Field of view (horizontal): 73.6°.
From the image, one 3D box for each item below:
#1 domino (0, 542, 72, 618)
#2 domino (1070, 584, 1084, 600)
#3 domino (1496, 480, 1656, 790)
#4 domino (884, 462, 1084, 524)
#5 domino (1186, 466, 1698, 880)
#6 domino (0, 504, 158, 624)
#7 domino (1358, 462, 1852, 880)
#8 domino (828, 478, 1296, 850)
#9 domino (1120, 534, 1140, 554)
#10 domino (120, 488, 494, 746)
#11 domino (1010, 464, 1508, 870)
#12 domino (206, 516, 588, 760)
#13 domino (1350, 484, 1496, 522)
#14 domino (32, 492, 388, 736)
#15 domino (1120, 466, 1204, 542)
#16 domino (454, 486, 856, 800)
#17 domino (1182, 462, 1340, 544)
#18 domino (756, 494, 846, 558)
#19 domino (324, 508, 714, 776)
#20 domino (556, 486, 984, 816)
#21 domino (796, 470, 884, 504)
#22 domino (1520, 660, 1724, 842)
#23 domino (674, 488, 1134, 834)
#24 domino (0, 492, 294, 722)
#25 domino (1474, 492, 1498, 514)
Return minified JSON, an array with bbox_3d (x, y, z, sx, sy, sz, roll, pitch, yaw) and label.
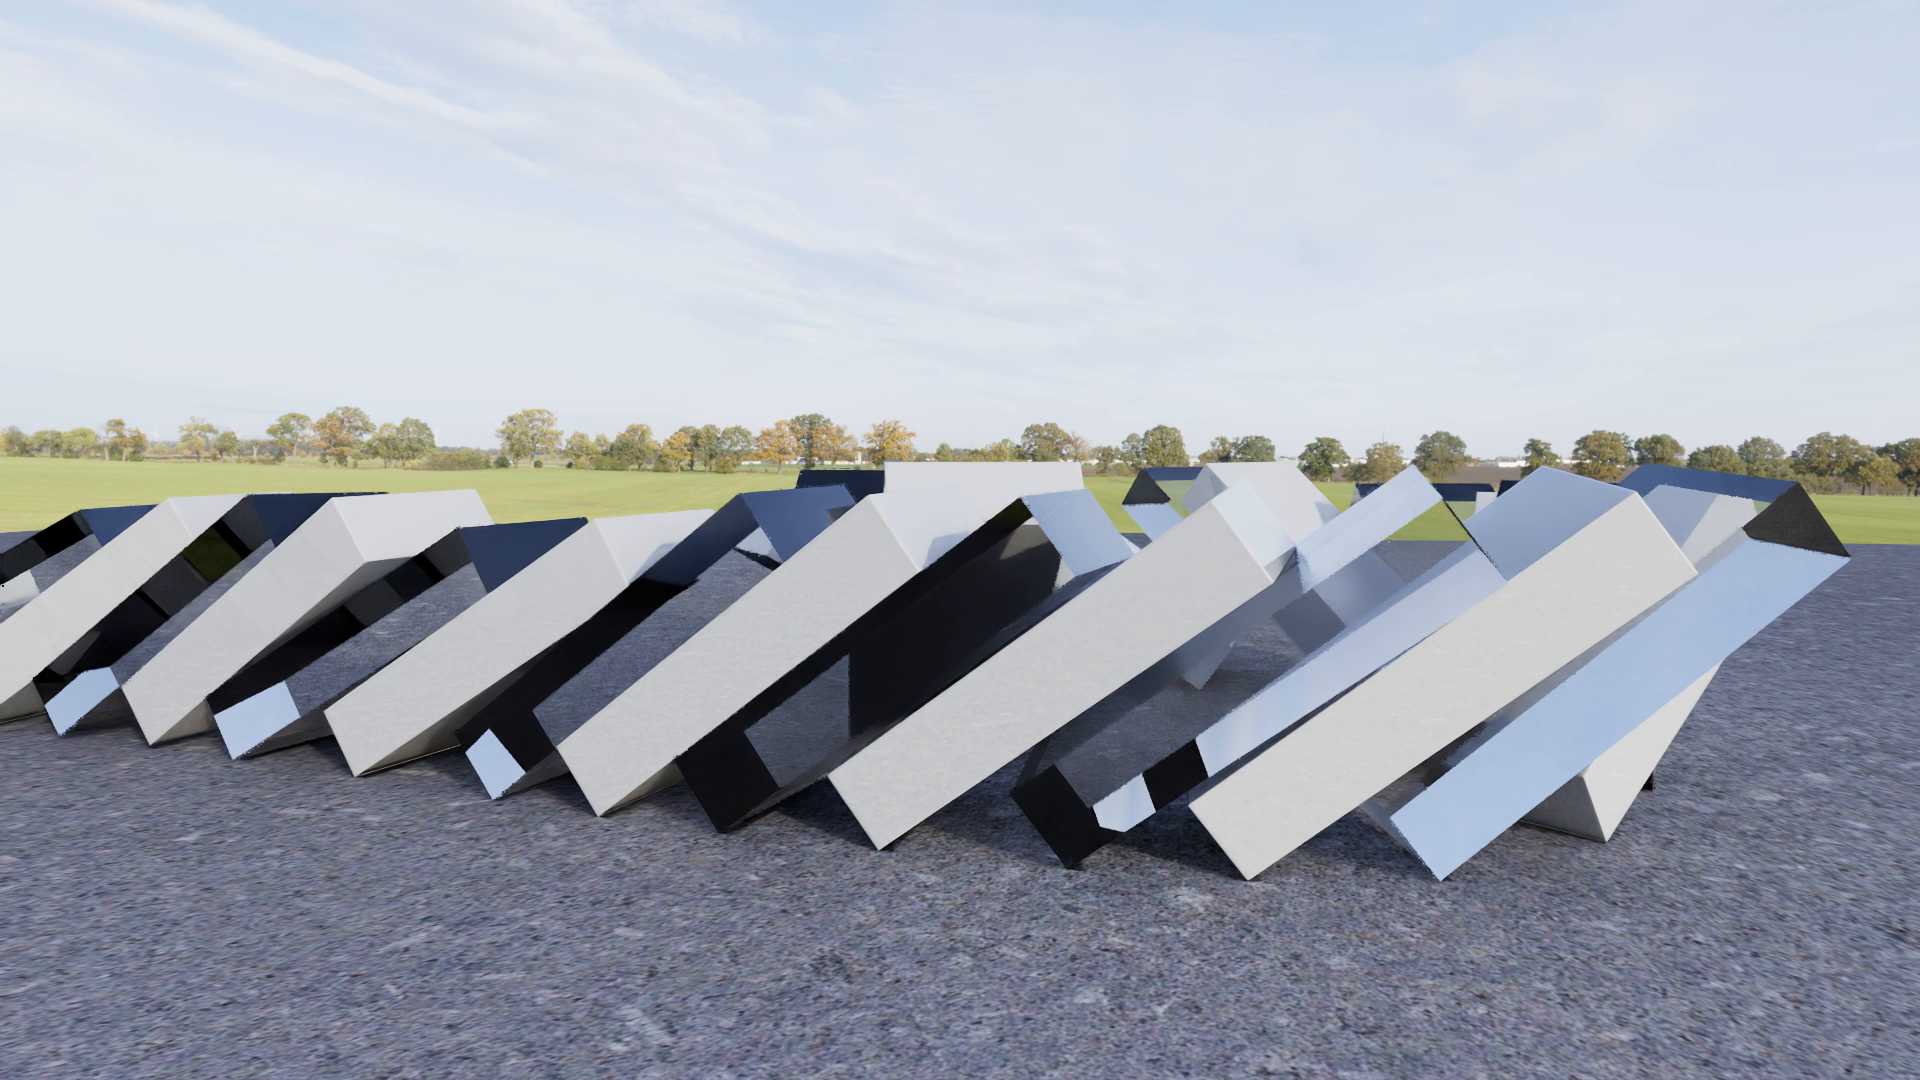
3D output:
[{"bbox_3d":[-0.184,0.014,0.219,0.025,0.009,0.050,-9,13,28],"label":"domino"},{"bbox_3d":[0.008,0.007,0.237,0.050,0.010,0.025,33,-7,-18],"label":"domino"},{"bbox_3d":[0.084,0.011,0.178,0.025,0.009,0.050,4,41,32],"label":"domino"},{"bbox_3d":[0.001,0.009,0.180,0.025,0.010,0.050,0,-37,-6],"label":"domino"},{"bbox_3d":[0.046,0.013,0.133,0.050,0.010,0.025,-38,3,10],"label":"domino"},{"bbox_3d":[-0.150,0.011,0.204,0.050,0.009,0.025,-29,4,2],"label":"domino"},{"bbox_3d":[0.062,0.012,0.136,0.050,0.010,0.025,-39,8,2],"label":"domino"},{"bbox_3d":[0.011,0.013,0.138,0.050,0.009,0.025,-38,-6,20],"label":"domino"},{"bbox_3d":[0.030,0.005,0.249,0.050,0.010,0.025,37,11,8],"label":"domino"},{"bbox_3d":[-0.092,0.011,0.183,0.050,0.009,0.025,-34,-8,21],"label":"domino"},{"bbox_3d":[0.030,0.012,0.133,0.050,0.009,0.025,-38,0,17],"label":"domino"},{"bbox_3d":[-0.075,0.013,0.176,0.050,0.009,0.025,-29,-6,20],"label":"domino"},{"bbox_3d":[0.085,0.009,0.219,0.025,0.009,0.050,0,37,-1],"label":"domino"},{"bbox_3d":[-0.108,0.010,0.190,0.050,0.009,0.025,-33,-8,18],"label":"domino"},{"bbox_3d":[0.056,0.005,0.246,0.025,0.009,0.050,-3,43,-38],"label":"domino"},{"bbox_3d":[-0.035,0.012,0.157,0.050,0.009,0.025,-37,-9,20],"label":"domino"},{"bbox_3d":[0.066,0.005,0.234,0.025,0.009,0.050,-4,45,-38],"label":"domino"},{"bbox_3d":[-0.010,0.009,0.229,0.050,0.009,0.025,31,-9,-24],"label":"domino"},{"bbox_3d":[-0.055,0.013,0.167,0.050,0.010,0.025,-32,-8,20],"label":"domino"},{"bbox_3d":[-0.021,0.013,0.150,0.050,0.010,0.025,-37,-10,20],"label":"domino"},{"bbox_3d":[-0.006,0.008,0.199,0.025,0.009,0.050,1,-34,17],"label":"domino"},{"bbox_3d":[0.076,0.013,0.157,0.050,0.009,0.025,-41,26,-27],"label":"domino"},{"bbox_3d":[-0.006,0.013,0.144,0.050,0.009,0.025,-37,-9,19],"label":"domino"},{"bbox_3d":[-0.127,0.010,0.197,0.050,0.009,0.025,-32,-2,11],"label":"domino"},{"bbox_3d":[0.090,0.011,0.195,0.025,0.009,0.050,2,37,25],"label":"domino"}]
